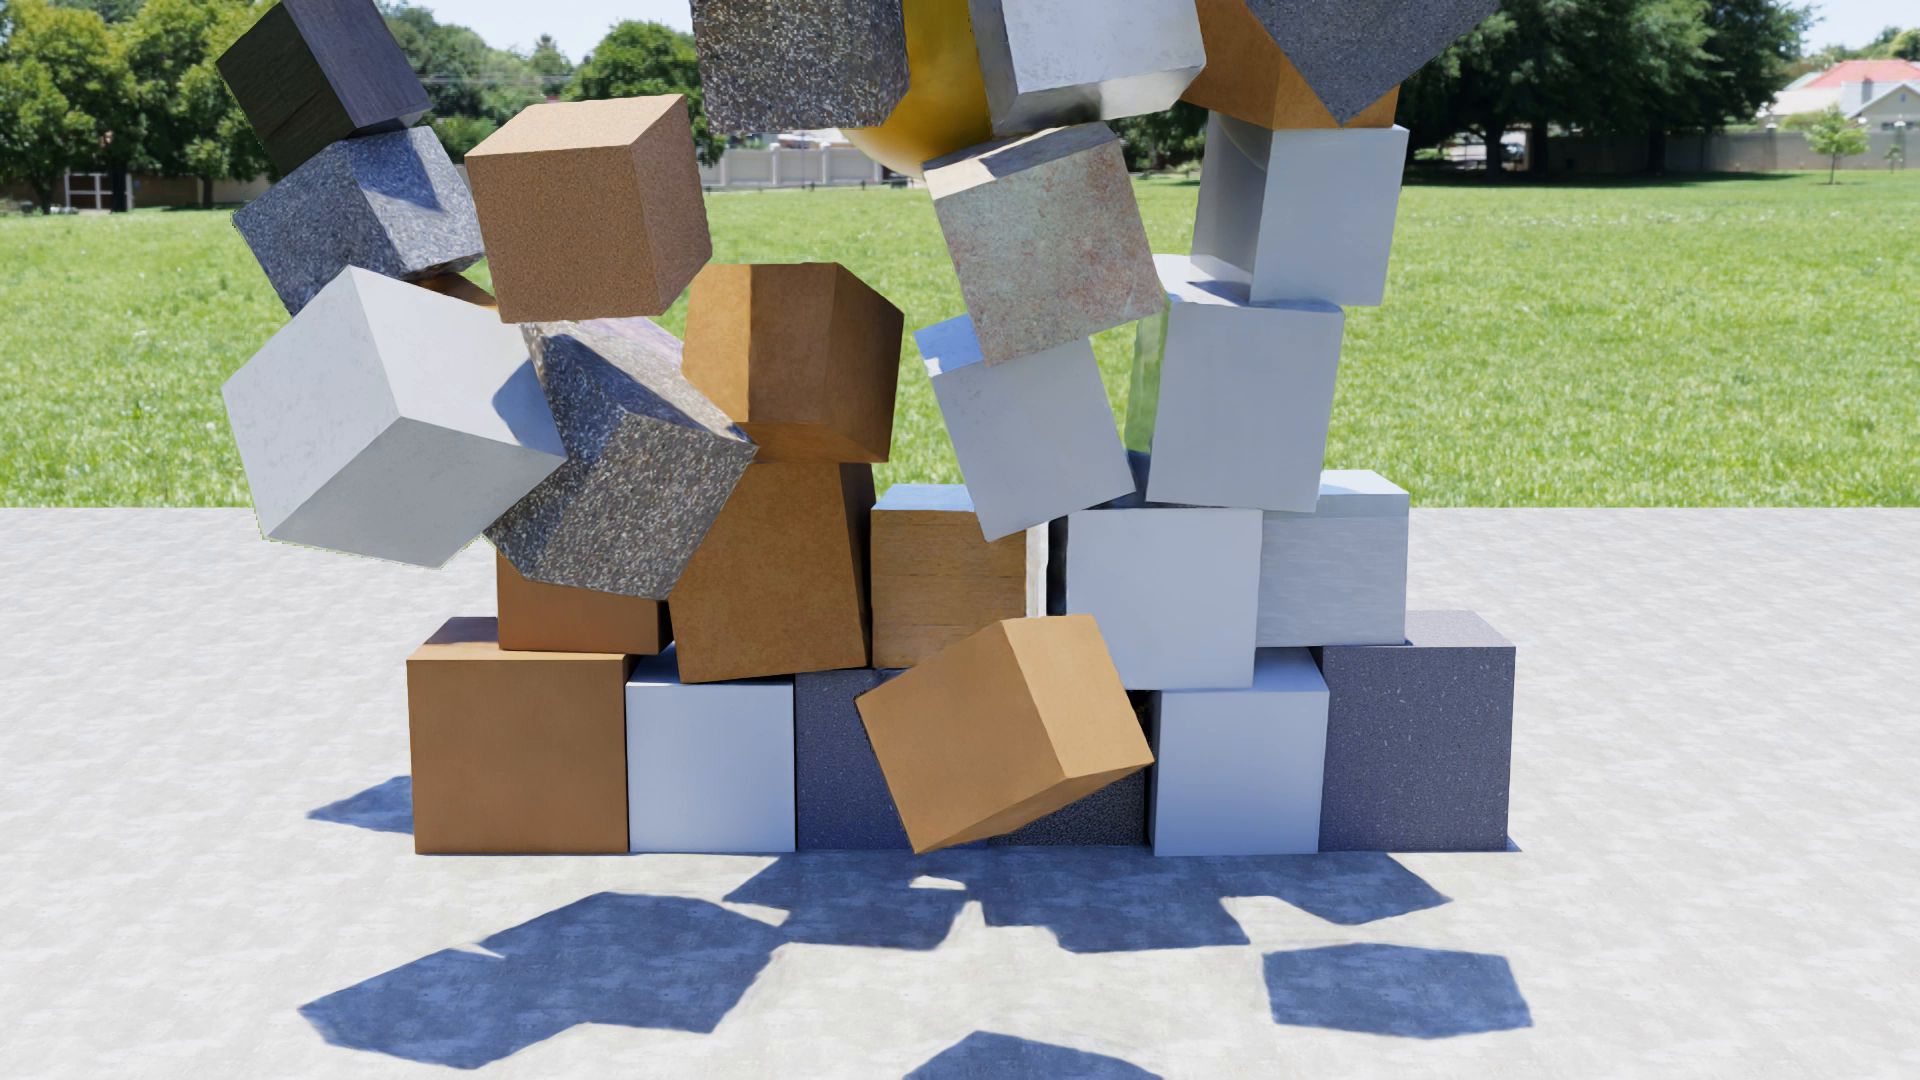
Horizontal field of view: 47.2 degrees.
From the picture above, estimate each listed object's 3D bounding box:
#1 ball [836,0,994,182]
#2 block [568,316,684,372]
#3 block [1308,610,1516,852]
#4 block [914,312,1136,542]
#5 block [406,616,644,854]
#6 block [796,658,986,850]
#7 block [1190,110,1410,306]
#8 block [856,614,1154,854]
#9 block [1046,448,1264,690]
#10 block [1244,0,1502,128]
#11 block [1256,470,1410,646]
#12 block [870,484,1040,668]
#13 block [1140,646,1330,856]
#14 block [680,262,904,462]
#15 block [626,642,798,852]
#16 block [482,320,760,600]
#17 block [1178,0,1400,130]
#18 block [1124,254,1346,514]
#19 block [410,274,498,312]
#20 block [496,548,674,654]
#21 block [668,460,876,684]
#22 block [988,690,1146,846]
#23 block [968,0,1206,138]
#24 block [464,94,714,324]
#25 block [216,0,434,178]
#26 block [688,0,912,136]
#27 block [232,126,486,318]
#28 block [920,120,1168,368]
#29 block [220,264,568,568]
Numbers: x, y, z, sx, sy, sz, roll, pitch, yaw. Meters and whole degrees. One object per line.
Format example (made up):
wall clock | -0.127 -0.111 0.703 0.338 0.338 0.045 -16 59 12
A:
ball | 0.000 -2.529 10.682 1.600 1.600 1.600 0 10 0
block | -1.845 -0.723 11.213 0.735 0.785 0.787 33 15 4
block | 2.253 0.965 11.336 0.953 1.046 0.858 0 10 -1
block | 0.296 -0.619 10.445 0.738 0.845 0.815 -19 21 0
block | -2.186 0.987 11.353 1.059 0.995 0.987 0 10 0
block | -0.339 1.020 11.364 0.947 0.926 0.852 0 10 0
block | 1.569 -1.596 10.282 0.661 0.816 0.758 -1 22 -16
block | 0.168 0.701 8.084 0.696 0.604 0.663 -30 -15 29
block | 0.936 0.132 10.876 0.921 0.936 0.875 -1 21 -3
block | 1.519 -2.251 8.613 0.738 0.799 0.818 -36 18 18
block | 1.779 0.080 11.165 0.789 0.757 0.791 -1 10 -3
block | -0.010 0.175 11.198 0.770 0.796 0.817 1 10 6
block | 1.355 0.992 11.196 0.816 0.891 0.892 -1 21 -3
block | -0.780 -0.814 10.238 0.731 0.735 0.775 2 -11 22
block | -1.238 1.055 11.376 0.824 0.855 0.939 0 10 0
block | -1.589 -0.360 9.472 0.843 0.827 0.852 41 15 31
block | 1.510 -2.326 9.902 0.699 0.801 0.723 -7 24 -30
block | 1.289 -0.767 10.544 0.805 0.964 0.918 4 21 -4
block | -2.649 -0.813 11.389 0.727 0.800 0.764 33 17 4
block | -1.853 0.157 11.223 0.812 0.683 0.736 1 10 6
block | -0.934 0.062 11.175 0.934 1.051 0.940 -6 10 7
block | 0.531 1.121 11.363 0.783 0.728 0.693 0 10 0
block | 0.528 -2.220 9.497 0.808 0.675 0.737 -10 -2 -8
block | -1.458 -1.326 8.768 0.670 0.683 0.711 -2 26 12
block | -3.215 -2.307 11.141 0.616 0.711 0.570 -27 5 36
block | -0.684 -2.208 9.517 0.761 0.708 0.672 -1 25 11
block | -3.047 -1.590 11.338 0.751 0.727 0.860 -28 5 25
block | 0.368 -1.390 9.990 0.840 0.797 0.841 -18 21 2
block | -2.232 -0.462 8.687 0.817 0.714 0.866 -36 -27 24
